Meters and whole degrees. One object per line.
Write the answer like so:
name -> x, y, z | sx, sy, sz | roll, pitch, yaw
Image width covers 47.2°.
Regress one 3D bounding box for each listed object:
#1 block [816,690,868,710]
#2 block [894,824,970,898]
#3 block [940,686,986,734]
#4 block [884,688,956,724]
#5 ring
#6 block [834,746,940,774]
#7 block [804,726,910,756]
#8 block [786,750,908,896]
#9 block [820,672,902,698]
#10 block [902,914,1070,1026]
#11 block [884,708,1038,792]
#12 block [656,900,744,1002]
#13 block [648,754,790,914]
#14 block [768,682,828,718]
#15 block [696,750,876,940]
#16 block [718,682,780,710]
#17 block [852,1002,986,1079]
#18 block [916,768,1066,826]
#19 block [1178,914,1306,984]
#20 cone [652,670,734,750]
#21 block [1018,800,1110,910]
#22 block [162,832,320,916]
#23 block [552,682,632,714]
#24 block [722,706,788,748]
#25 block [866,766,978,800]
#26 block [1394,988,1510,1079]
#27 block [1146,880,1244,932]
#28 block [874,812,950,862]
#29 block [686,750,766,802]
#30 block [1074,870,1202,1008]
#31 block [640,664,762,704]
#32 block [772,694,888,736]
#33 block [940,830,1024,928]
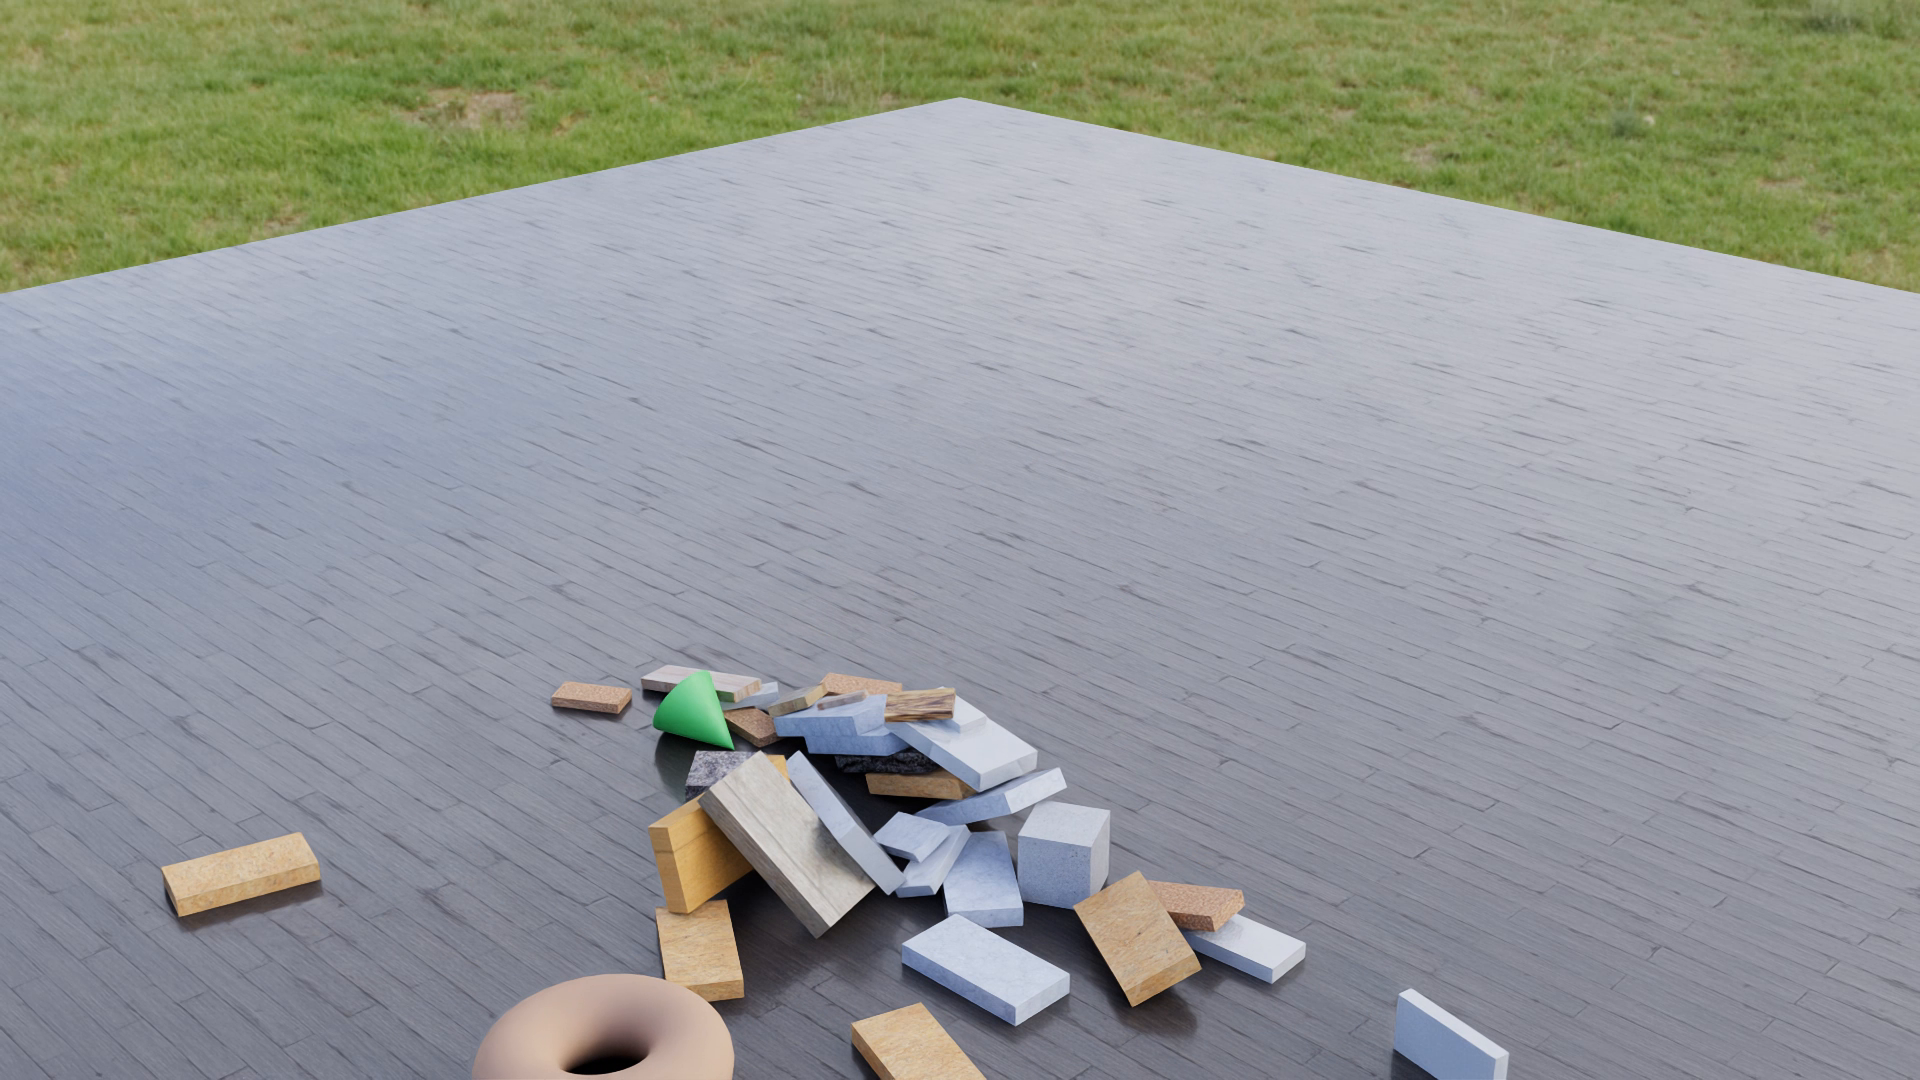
block -> -0.249, 0.340, 4.673 | 0.101, 0.014, 0.050 | -14, 6, 13
block -> -0.052, 0.613, 4.197 | 0.086, 0.024, 0.172 | -11, 29, 34
block -> -0.018, 0.342, 4.429 | 0.069, 0.020, 0.138 | -18, 34, -37
block -> -0.080, 0.332, 4.412 | 0.138, 0.020, 0.069 | -5, 38, 9
ring -> -0.578, 0.855, 3.569 | 0.423, 0.141, 0.423 | -1, 23, 0
block -> -0.111, 0.436, 4.541 | 0.149, 0.042, 0.298 | -20, 8, -38
block -> -0.182, 0.404, 4.596 | 0.149, 0.042, 0.298 | -19, 8, -36
block -> -0.227, 0.544, 4.252 | 0.048, 0.168, 0.337 | -41, 30, -5
block -> -0.228, 0.339, 4.929 | 0.176, 0.025, 0.088 | 7, 24, 17
block -> 0.044, 0.762, 3.914 | 0.279, 0.040, 0.139 | 21, 31, 40
block -> -0.001, 0.396, 4.393 | 0.148, 0.042, 0.297 | -18, 34, -37
block -> -0.472, 0.741, 3.965 | 0.132, 0.037, 0.265 | -5, 23, -11
block -> -0.439, 0.551, 4.158 | 0.048, 0.168, 0.355 | -3, 15, 35
block -> -0.354, 0.350, 4.806 | 0.088, 0.025, 0.176 | -17, 3, 12
block -> -0.321, 0.565, 4.101 | 0.337, 0.048, 0.168 | 48, 36, 5
block -> -0.479, 0.348, 4.860 | 0.157, 0.022, 0.079 | -10, 13, -5
block -> -0.049, 0.884, 3.630 | 0.132, 0.037, 0.334 | -11, 26, -25
block -> 0.058, 0.511, 4.314 | 0.148, 0.042, 0.297 | -20, -1, -39
block -> 0.506, 0.730, 4.000 | 0.218, 0.031, 0.109 | 18, 29, 37
cone -> -0.541, 0.398, 4.727 | 0.168, 0.168, 0.168 | 41, 39, 19
block -> 0.197, 0.598, 4.172 | 0.141, 0.141, 0.141 | 7, 24, 16
block -> -1.376, 0.638, 4.209 | 0.265, 0.037, 0.132 | -13, 26, -28
block -> -0.822, 0.351, 4.905 | 0.158, 0.022, 0.079 | 6, 24, 13
block -> -0.450, 0.402, 4.785 | 0.079, 0.022, 0.158 | -18, 29, -36
block -> -0.041, 0.476, 4.459 | 0.148, 0.042, 0.297 | -20, 10, -39
block -> 0.809, 0.843, 3.634 | 0.031, 0.109, 0.218 | -15, 27, -31
block -> 0.403, 0.675, 4.062 | 0.218, 0.031, 0.109 | -1, 18, 39
block -> -0.098, 0.576, 4.267 | 0.086, 0.024, 0.172 | -42, 22, -24
block -> -0.461, 0.516, 4.365 | 0.141, 0.141, 0.141 | 1, 23, 3
block -> 0.316, 0.714, 3.956 | 0.139, 0.040, 0.279 | -28, 28, -4
block -> -0.579, 0.320, 4.908 | 0.290, 0.025, 0.088 | 5, 21, 38
block -> -0.250, 0.371, 4.656 | 0.149, 0.042, 0.298 | -20, 8, -38
block -> 0.033, 0.645, 4.189 | 0.139, 0.040, 0.279 | -2, 23, -6
